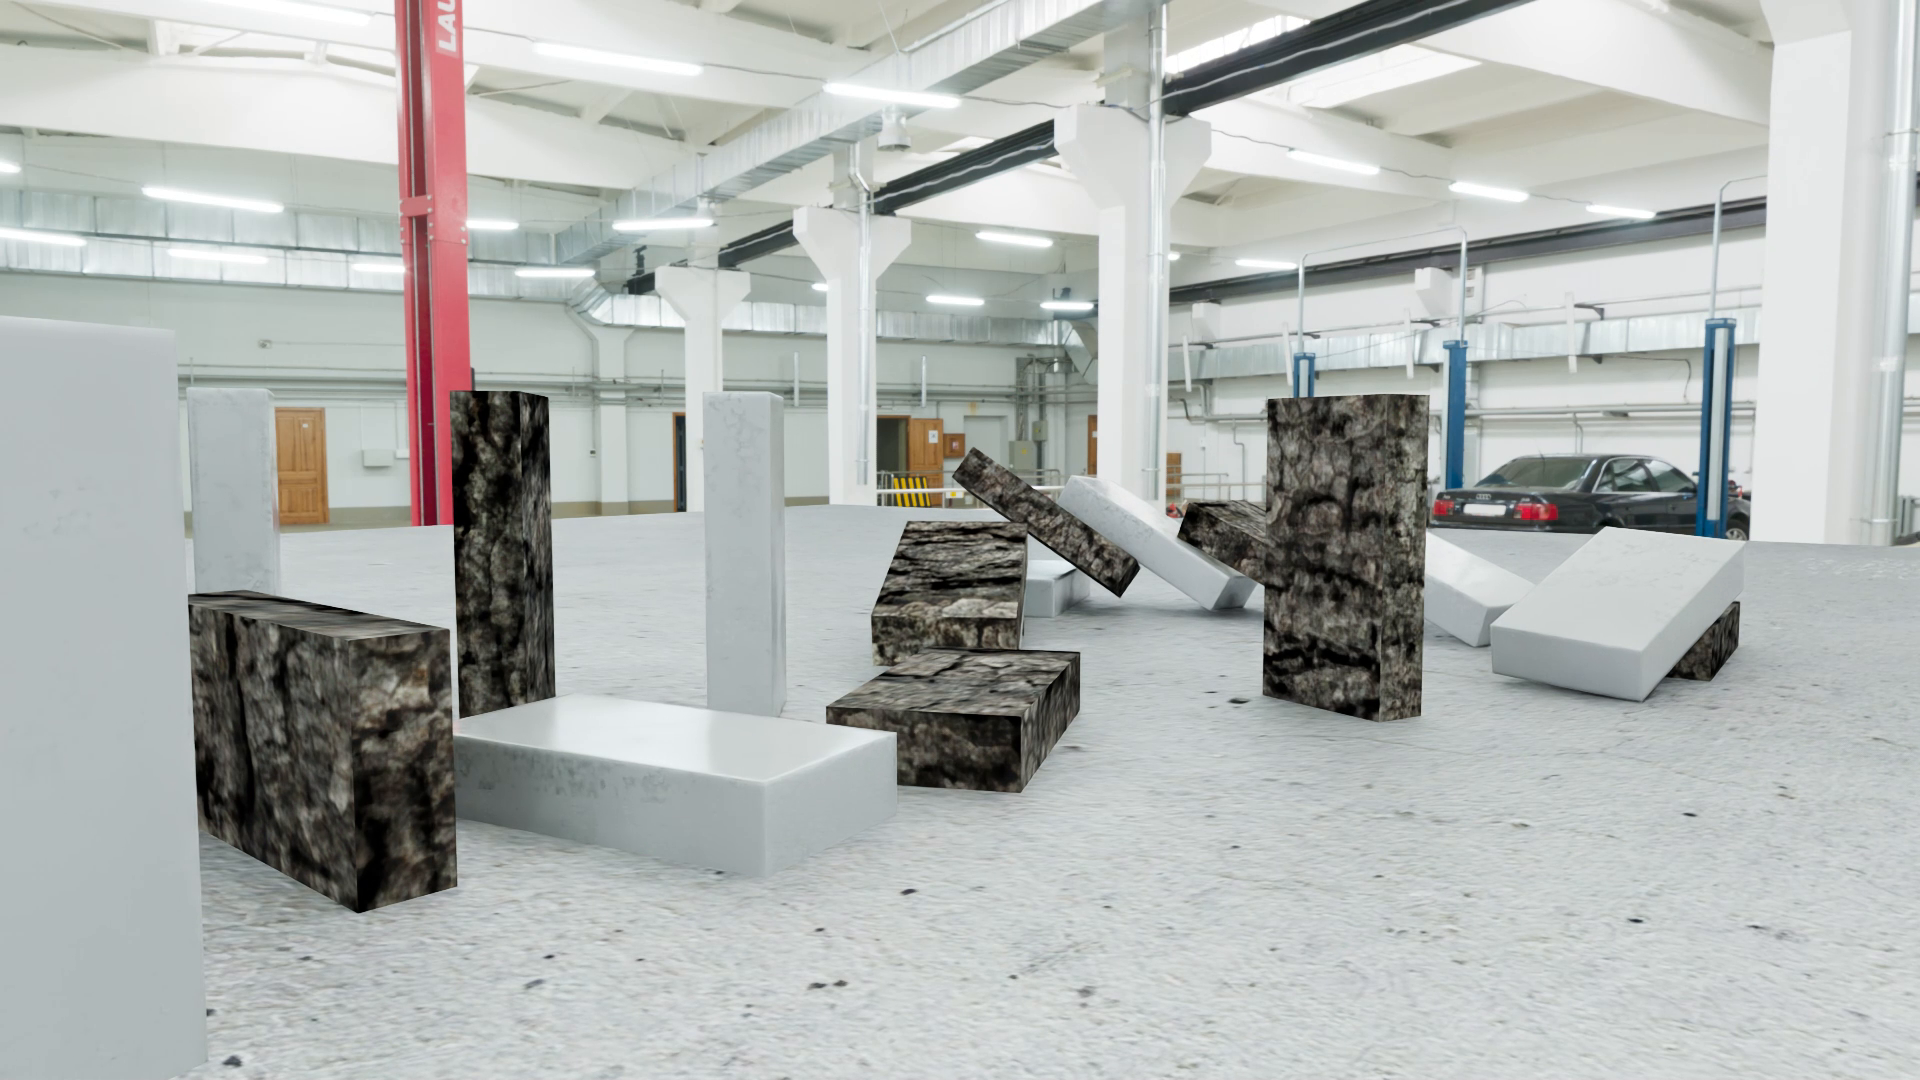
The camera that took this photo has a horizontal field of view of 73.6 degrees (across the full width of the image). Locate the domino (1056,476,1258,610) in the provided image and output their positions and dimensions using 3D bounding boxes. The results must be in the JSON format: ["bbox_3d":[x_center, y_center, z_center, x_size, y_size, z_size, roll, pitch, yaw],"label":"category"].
[{"bbox_3d":[0.051,0.000,0.333,0.050,0.009,0.025,36,17,26],"label":"domino"}]

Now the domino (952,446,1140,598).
[{"bbox_3d":[0.023,-0.004,0.332,0.050,0.009,0.025,35,0,13],"label":"domino"}]

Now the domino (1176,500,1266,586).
[{"bbox_3d":[0.081,0.005,0.317,0.025,0.009,0.050,-4,28,-45],"label":"domino"}]

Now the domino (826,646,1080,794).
[{"bbox_3d":[0.001,0.024,0.183,0.025,0.010,0.050,1,4,14],"label":"domino"}]

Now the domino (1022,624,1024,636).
[{"bbox_3d":[0.002,0.009,0.303,0.025,0.010,0.050,-1,18,2],"label":"domino"}]

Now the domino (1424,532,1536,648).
[{"bbox_3d":[0.108,0.008,0.292,0.025,0.009,0.050,-2,23,-29],"label":"domino"}]

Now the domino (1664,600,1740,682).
[{"bbox_3d":[0.139,0.019,0.257,0.025,0.009,0.050,3,5,36],"label":"domino"}]

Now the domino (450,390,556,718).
[{"bbox_3d":[-0.069,0.003,0.196,0.009,0.050,0.025,-1,4,-9],"label":"domino"}]

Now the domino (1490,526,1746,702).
[{"bbox_3d":[0.121,0.012,0.234,0.050,0.009,0.025,-26,24,-37],"label":"domino"}]

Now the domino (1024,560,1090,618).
[{"bbox_3d":[0.018,0.012,0.340,0.025,0.009,0.050,1,4,16],"label":"domino"}]

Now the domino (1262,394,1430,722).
[{"bbox_3d":[0.062,0.002,0.207,0.009,0.050,0.025,-3,5,-31],"label":"domino"}]

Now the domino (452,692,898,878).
[{"bbox_3d":[-0.035,0.027,0.148,0.050,0.010,0.025,2,5,28],"label":"domino"}]

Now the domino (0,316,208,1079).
[{"bbox_3d":[-0.061,0.012,0.077,0.009,0.050,0.025,2,5,24],"label":"domino"}]

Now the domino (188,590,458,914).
[{"bbox_3d":[-0.070,0.020,0.135,0.050,0.025,0.009,4,6,41],"label":"domino"}]

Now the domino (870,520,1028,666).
[{"bbox_3d":[-0.001,0.009,0.244,0.025,0.010,0.050,1,20,5],"label":"domino"}]

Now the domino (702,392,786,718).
[{"bbox_3d":[-0.033,0.003,0.199,0.009,0.050,0.025,0,4,-3],"label":"domino"}]

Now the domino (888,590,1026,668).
[{"bbox_3d":[0.001,0.011,0.266,0.025,0.010,0.050,0,20,4],"label":"domino"}]

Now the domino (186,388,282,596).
[{"bbox_3d":[-0.104,0.004,0.185,0.009,0.050,0.025,-2,5,-26],"label":"domino"}]
